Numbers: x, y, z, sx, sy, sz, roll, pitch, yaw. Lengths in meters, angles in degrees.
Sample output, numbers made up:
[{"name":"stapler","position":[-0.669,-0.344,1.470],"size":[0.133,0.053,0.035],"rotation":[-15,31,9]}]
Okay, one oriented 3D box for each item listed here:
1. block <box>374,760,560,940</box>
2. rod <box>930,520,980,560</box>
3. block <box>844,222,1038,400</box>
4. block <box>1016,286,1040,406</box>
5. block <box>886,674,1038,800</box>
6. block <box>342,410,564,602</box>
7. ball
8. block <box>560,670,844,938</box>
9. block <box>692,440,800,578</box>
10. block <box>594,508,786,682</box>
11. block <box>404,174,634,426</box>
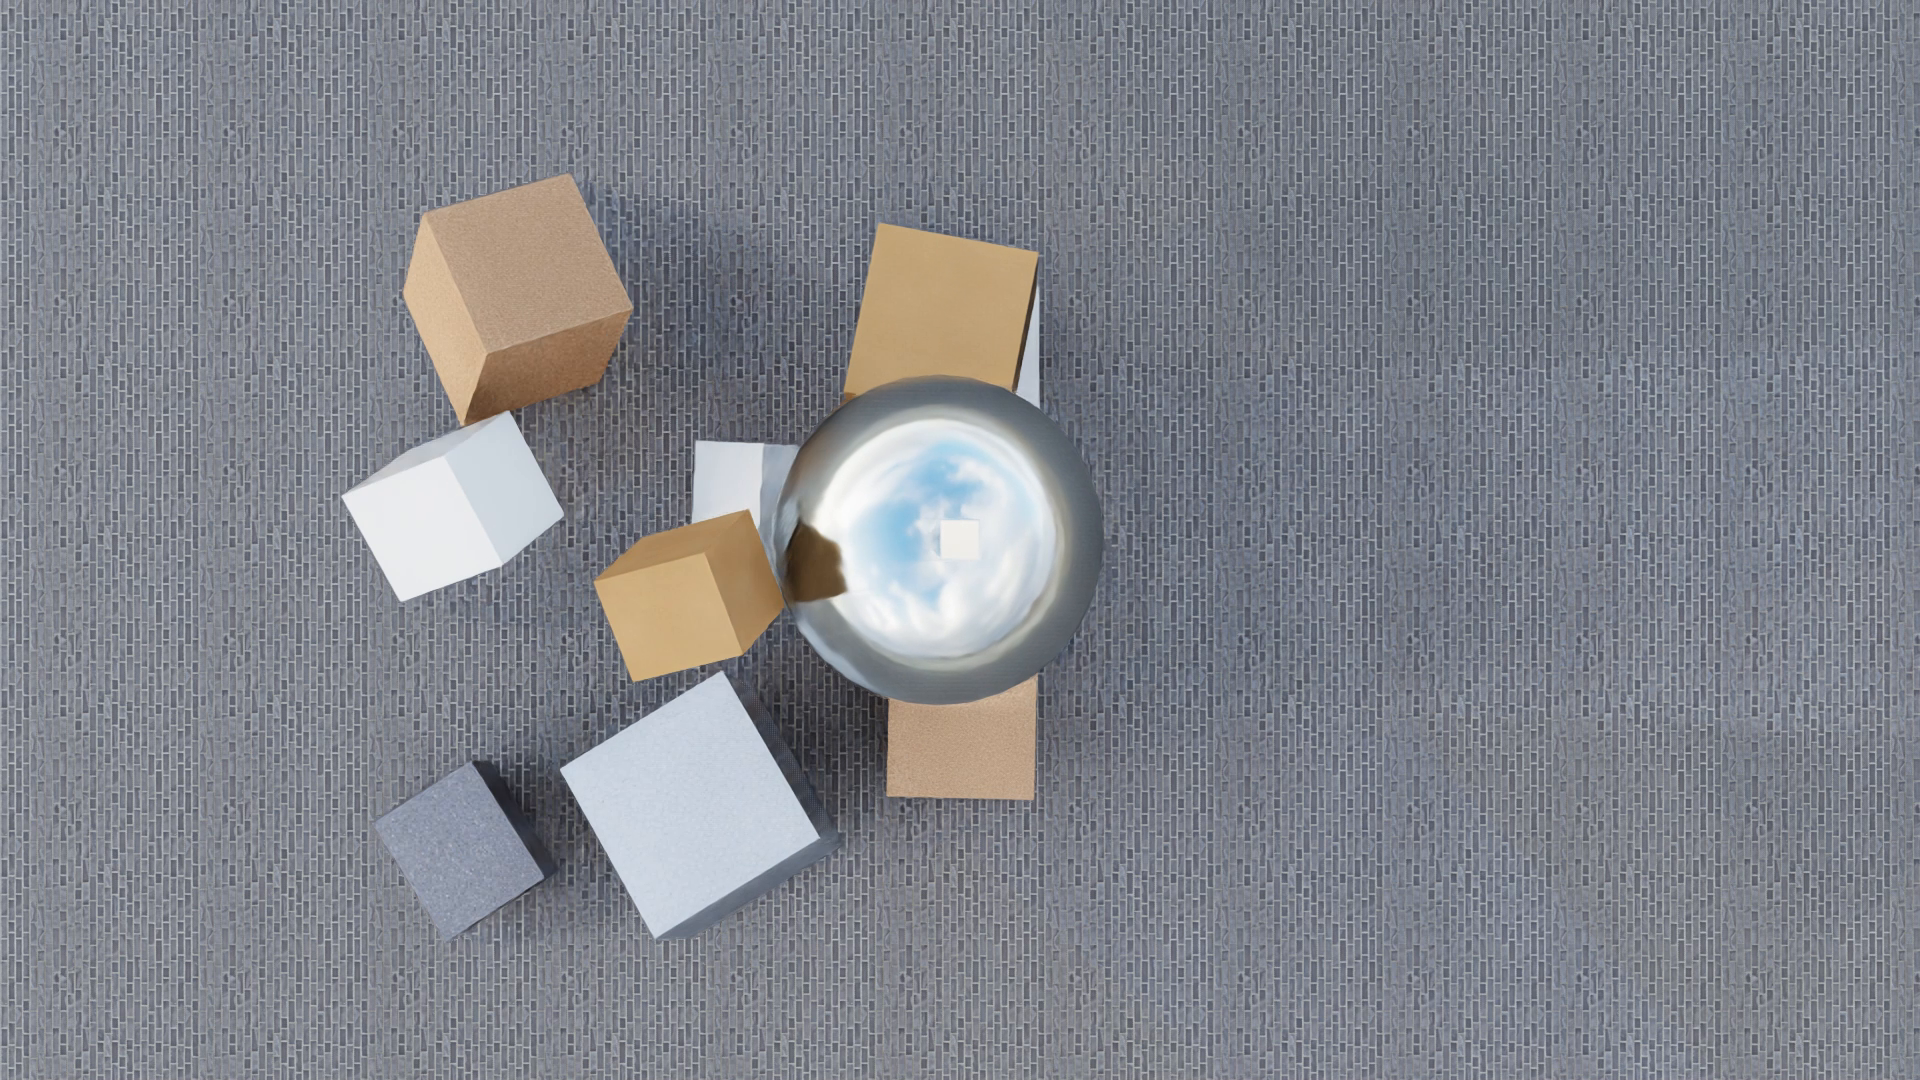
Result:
[{"name":"block","position":[-2.812,1.763,12.596],"size":[0.639,0.709,0.773],"rotation":[-33,87,-6]},{"name":"rod","position":[-0.045,0.000,7.208],"size":[0.080,5.200,0.080],"rotation":[0,90,-1]},{"name":"block","position":[-0.087,-1.067,11.704],"size":[0.842,0.820,0.907],"rotation":[11,83,3]},{"name":"block","position":[-0.016,-0.996,12.585],"size":[0.907,0.830,0.820],"rotation":[0,90,0]},{"name":"block","position":[0.011,1.022,12.532],"size":[0.809,0.936,0.788],"rotation":[1,90,0]},{"name":"block","position":[-2.720,-0.185,11.835],"size":[0.741,0.656,0.648],"rotation":[-18,106,28]},{"name":"ball","position":[-0.105,0.000,10.608],"size":[1.600,1.600,1.600],"rotation":[0,90,0]},{"name":"block","position":[-1.423,1.506,12.377],"size":[1.032,1.050,1.058],"rotation":[-31,80,-1]},{"name":"block","position":[-0.897,-0.105,11.747],"size":[0.823,0.688,0.794],"rotation":[2,92,-36]},{"name":"block","position":[-1.234,0.249,10.118],"size":[0.564,0.615,0.500],"rotation":[-14,105,19]},{"name":"block","position":[-2.485,-1.331,12.288],"size":[0.853,1.027,0.859],"rotation":[-21,79,-26]}]
